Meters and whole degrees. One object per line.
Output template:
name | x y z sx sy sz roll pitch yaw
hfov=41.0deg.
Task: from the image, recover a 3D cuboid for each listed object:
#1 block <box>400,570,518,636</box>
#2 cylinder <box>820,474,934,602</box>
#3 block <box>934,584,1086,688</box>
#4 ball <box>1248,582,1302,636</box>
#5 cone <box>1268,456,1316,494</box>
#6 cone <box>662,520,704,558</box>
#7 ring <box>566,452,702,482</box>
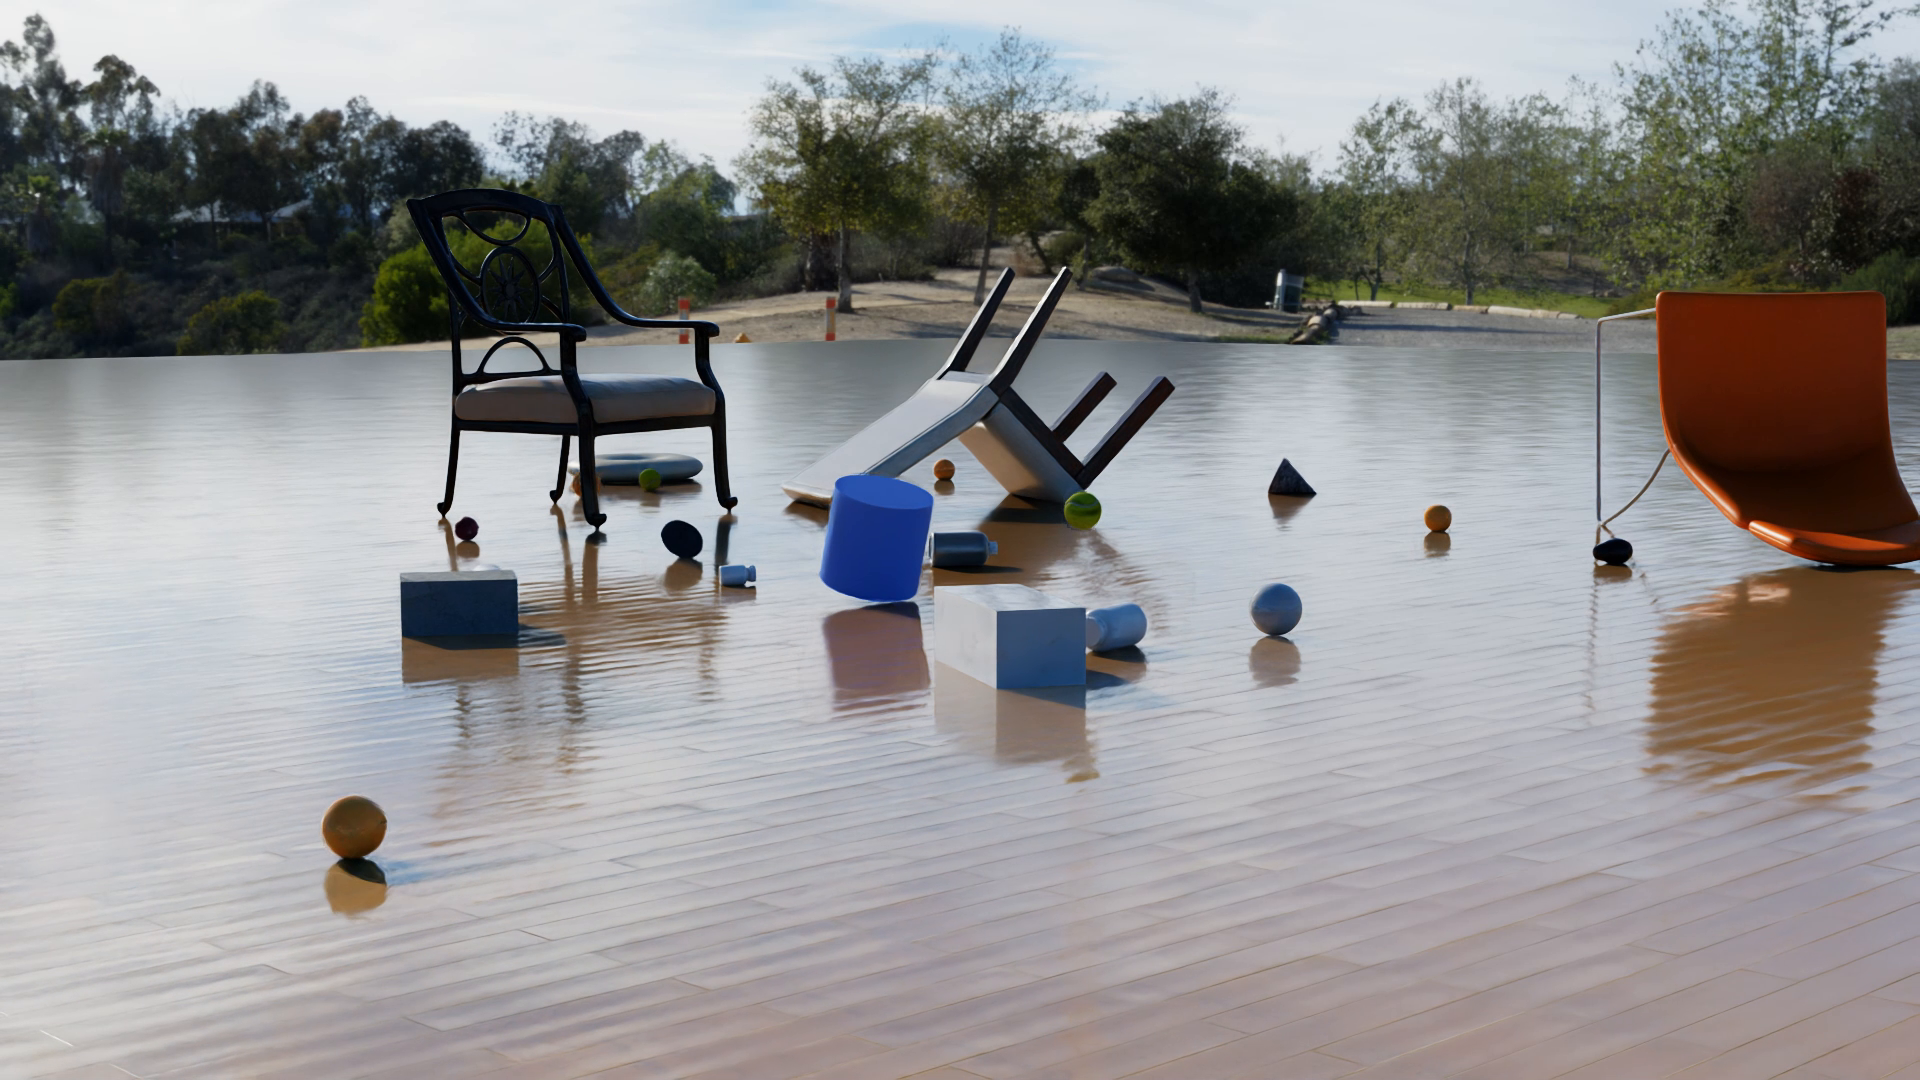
block | -0.936 0.117 4.791 0.211 0.100 0.155 -1 6 -13
cylinder | -0.171 -0.004 5.235 0.204 0.201 0.196 14 19 9
block | 0.079 0.157 4.279 0.152 0.126 0.340 -2 6 -18
ball | 0.578 0.126 4.705 0.099 0.099 0.099 0 6 0
cone | 1.022 -0.169 7.782 0.136 0.120 0.144 25 17 9
cone | -0.655 0.016 6.050 0.085 0.109 0.086 -44 -13 -21
ring | -1.056 -0.235 8.341 0.451 0.073 0.417 -6 9 -42
